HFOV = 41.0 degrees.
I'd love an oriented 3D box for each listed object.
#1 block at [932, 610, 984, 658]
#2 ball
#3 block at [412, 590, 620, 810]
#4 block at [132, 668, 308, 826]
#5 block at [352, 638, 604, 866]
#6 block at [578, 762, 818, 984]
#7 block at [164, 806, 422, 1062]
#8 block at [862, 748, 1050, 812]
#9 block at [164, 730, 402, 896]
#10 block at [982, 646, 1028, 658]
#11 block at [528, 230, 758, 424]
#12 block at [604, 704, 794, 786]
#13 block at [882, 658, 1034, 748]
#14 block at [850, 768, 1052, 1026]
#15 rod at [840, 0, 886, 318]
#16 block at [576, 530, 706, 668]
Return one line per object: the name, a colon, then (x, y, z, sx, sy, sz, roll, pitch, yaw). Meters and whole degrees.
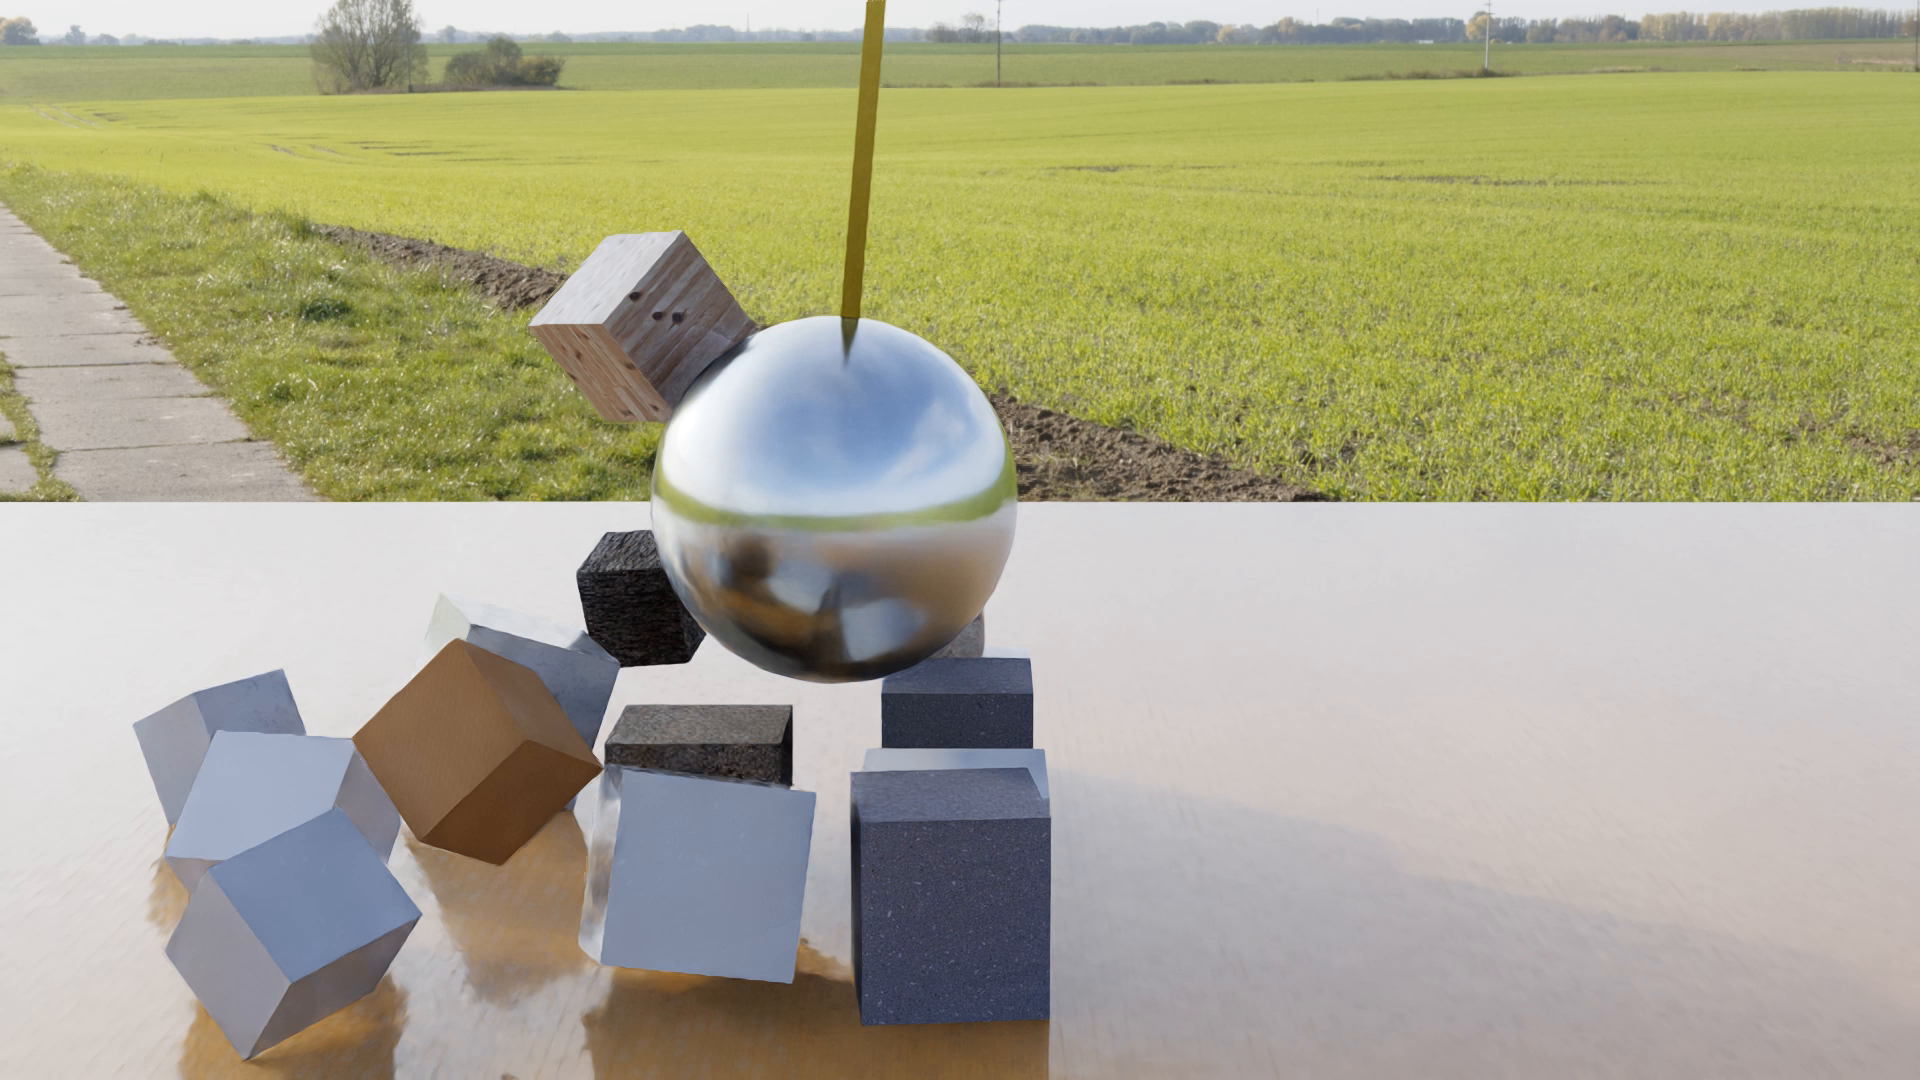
block: (-0.197, 0.329, 12.874, 0.617, 0.518, 0.559, 1, 10, 3)
ball: (-0.544, -0.174, 11.149, 1.600, 1.600, 1.600, 0, 10, 0)
block: (-2.232, 0.778, 12.598, 0.755, 0.751, 0.844, 17, 3, -23)
block: (-3.480, 0.982, 12.168, 0.544, 0.516, 0.513, -24, -4, 38)
block: (-1.866, 0.827, 9.943, 0.544, 0.573, 0.574, 50, 7, 27)
block: (-1.020, 1.271, 9.874, 0.729, 0.717, 0.682, 8, -5, -15)
block: (-2.425, 1.427, 9.323, 0.516, 0.570, 0.591, 49, 42, 14)
block: (-0.022, 1.284, 10.667, 0.763, 0.656, 0.760, 0, 10, 0)
block: (-2.754, 1.218, 10.497, 0.629, 0.592, 0.612, 2, 51, 12)
block: (0.014, 0.913, 12.830, 0.660, 0.614, 0.739, 0, 10, 0)
block: (-1.431, -0.961, 11.622, 0.591, 0.609, 0.603, 4, 49, 48)
block: (-1.145, 1.141, 11.415, 0.757, 0.670, 0.682, 0, 10, 1)
block: (-0.009, 0.990, 12.096, 0.694, 0.725, 0.727, 0, 10, 0)
block: (-0.048, 1.359, 9.891, 0.706, 0.787, 0.705, -1, 10, -6)
rod: (-0.236, -3.505, 10.543, 0.080, 5.200, 0.080, 5, 10, -1)
block: (-1.636, 0.299, 13.395, 0.507, 0.541, 0.542, -4, 22, 12)
